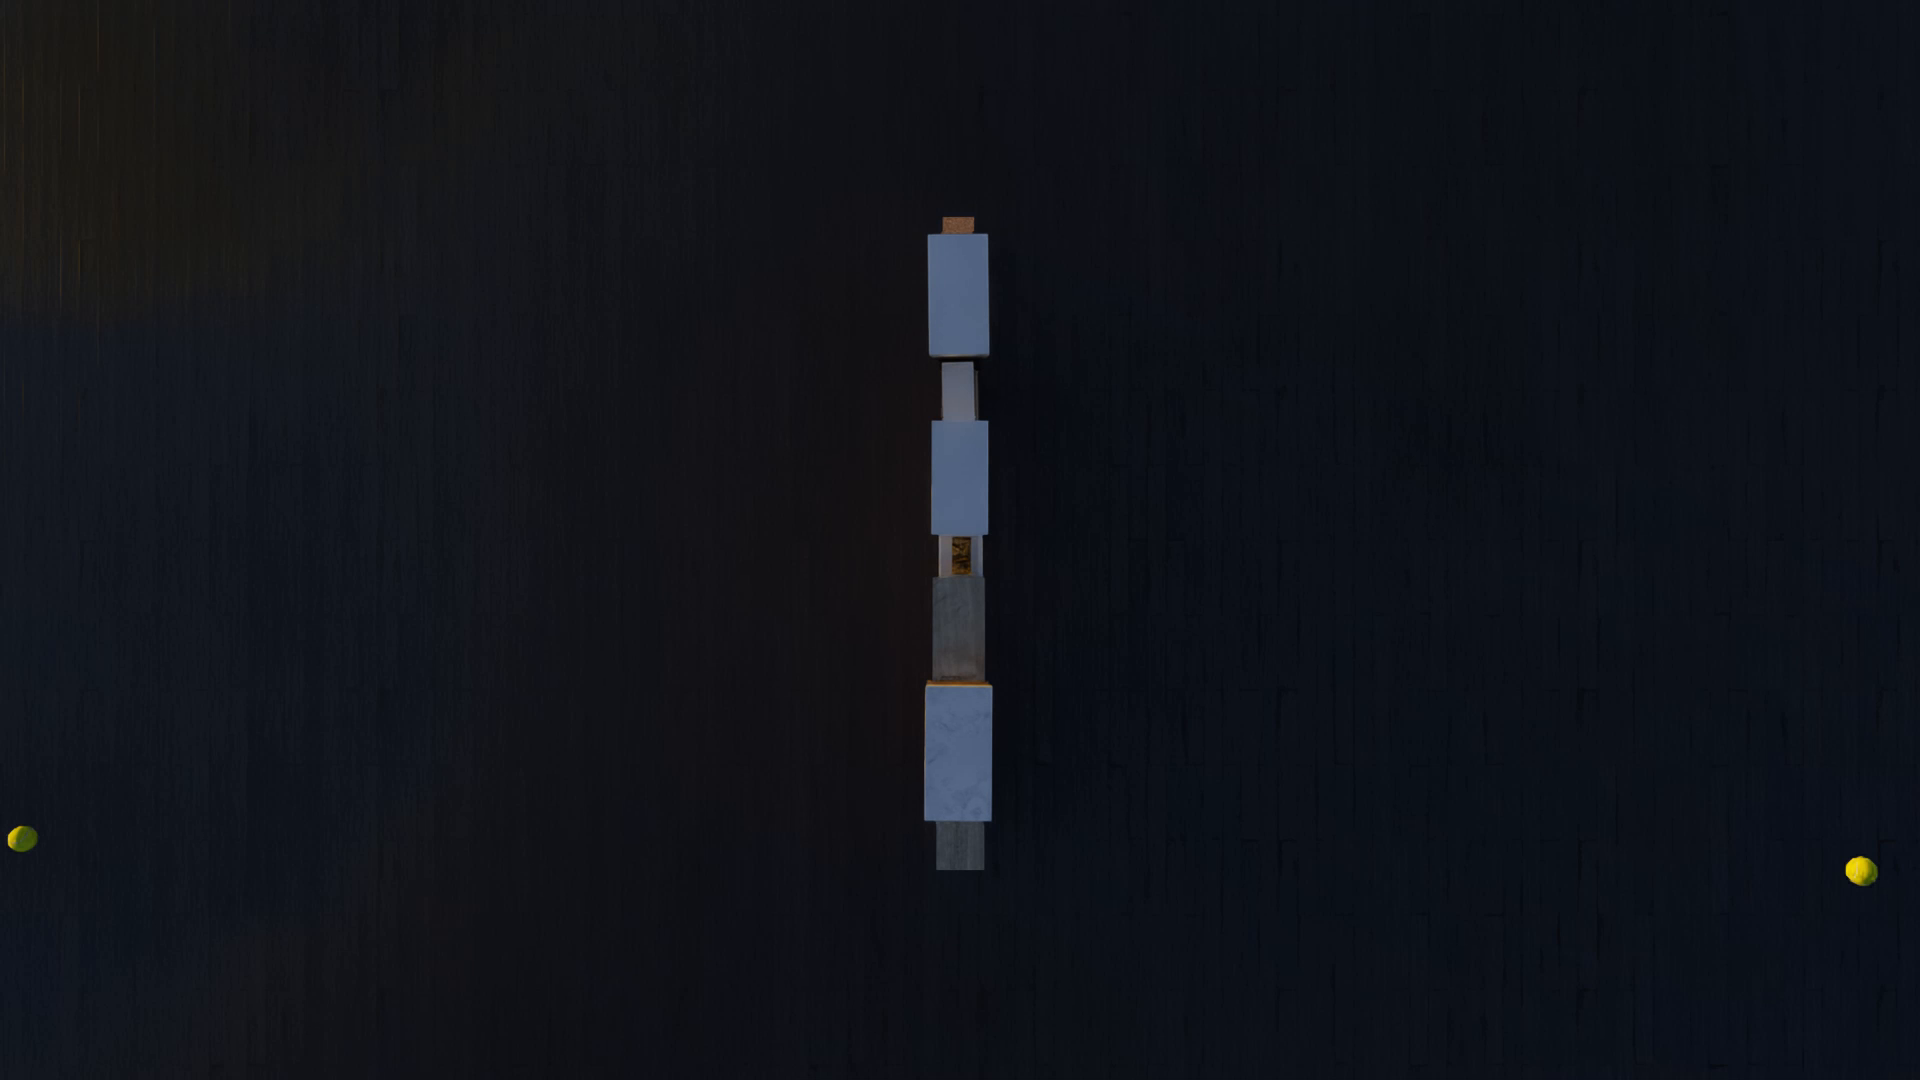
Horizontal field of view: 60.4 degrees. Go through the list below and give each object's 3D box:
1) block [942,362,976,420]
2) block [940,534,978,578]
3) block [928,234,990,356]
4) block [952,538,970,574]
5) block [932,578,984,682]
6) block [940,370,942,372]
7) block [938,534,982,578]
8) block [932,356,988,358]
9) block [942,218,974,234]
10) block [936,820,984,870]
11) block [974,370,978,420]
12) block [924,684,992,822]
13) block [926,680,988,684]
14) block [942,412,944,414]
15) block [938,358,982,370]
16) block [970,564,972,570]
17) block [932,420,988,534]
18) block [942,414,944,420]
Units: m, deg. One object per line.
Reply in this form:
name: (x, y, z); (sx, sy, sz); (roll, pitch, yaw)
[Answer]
block: (-0.004, -0.407, 4.594); (0.088, 0.025, 0.176); (-2, 83, 0)
block: (-0.001, 0.031, 4.722); (0.107, 0.030, 0.214); (0, 90, 0)
block: (-0.004, -0.666, 4.490); (0.163, 0.046, 0.327); (-1, 90, 0)
block: (0.004, 0.044, 4.596); (0.052, 0.015, 0.104); (0, 90, 0)
block: (-0.003, 0.238, 4.410); (0.139, 0.039, 0.277); (0, 90, 0)
block: (0.001, -0.543, 5.001); (0.126, 0.251, 0.036); (0, 90, 0)
block: (0.002, 0.006, 4.970); (0.132, 0.037, 0.264); (0, 90, 0)
block: (-0.003, -0.556, 4.677); (0.163, 0.327, 0.046); (0, 90, 0)
block: (-0.005, -0.932, 5.286); (0.100, 0.028, 0.200); (0, 90, 0)
block: (0.002, 0.883, 5.180); (0.149, 0.042, 0.299); (0, 90, 0)
block: (0.003, -0.416, 5.014); (0.105, 0.030, 0.210); (-1, 90, 0)
block: (-0.004, 0.550, 4.268); (0.173, 0.049, 0.347); (0, 90, 0)
block: (-0.007, 0.573, 4.664); (0.175, 0.049, 0.349); (0, 90, 0)
block: (-0.002, -0.340, 5.255); (0.114, 0.032, 0.229); (0, 90, 0)
block: (0.000, -0.627, 4.858); (0.126, 0.036, 0.251); (0, 90, 0)
block: (0.005, 0.078, 4.655); (0.052, 0.104, 0.015); (0, 91, 0)
block: (0.000, -0.164, 4.368); (0.150, 0.043, 0.301); (0, 90, 0)
block: (-0.004, -0.350, 4.691); (0.088, 0.176, 0.025); (1, 91, -1)
